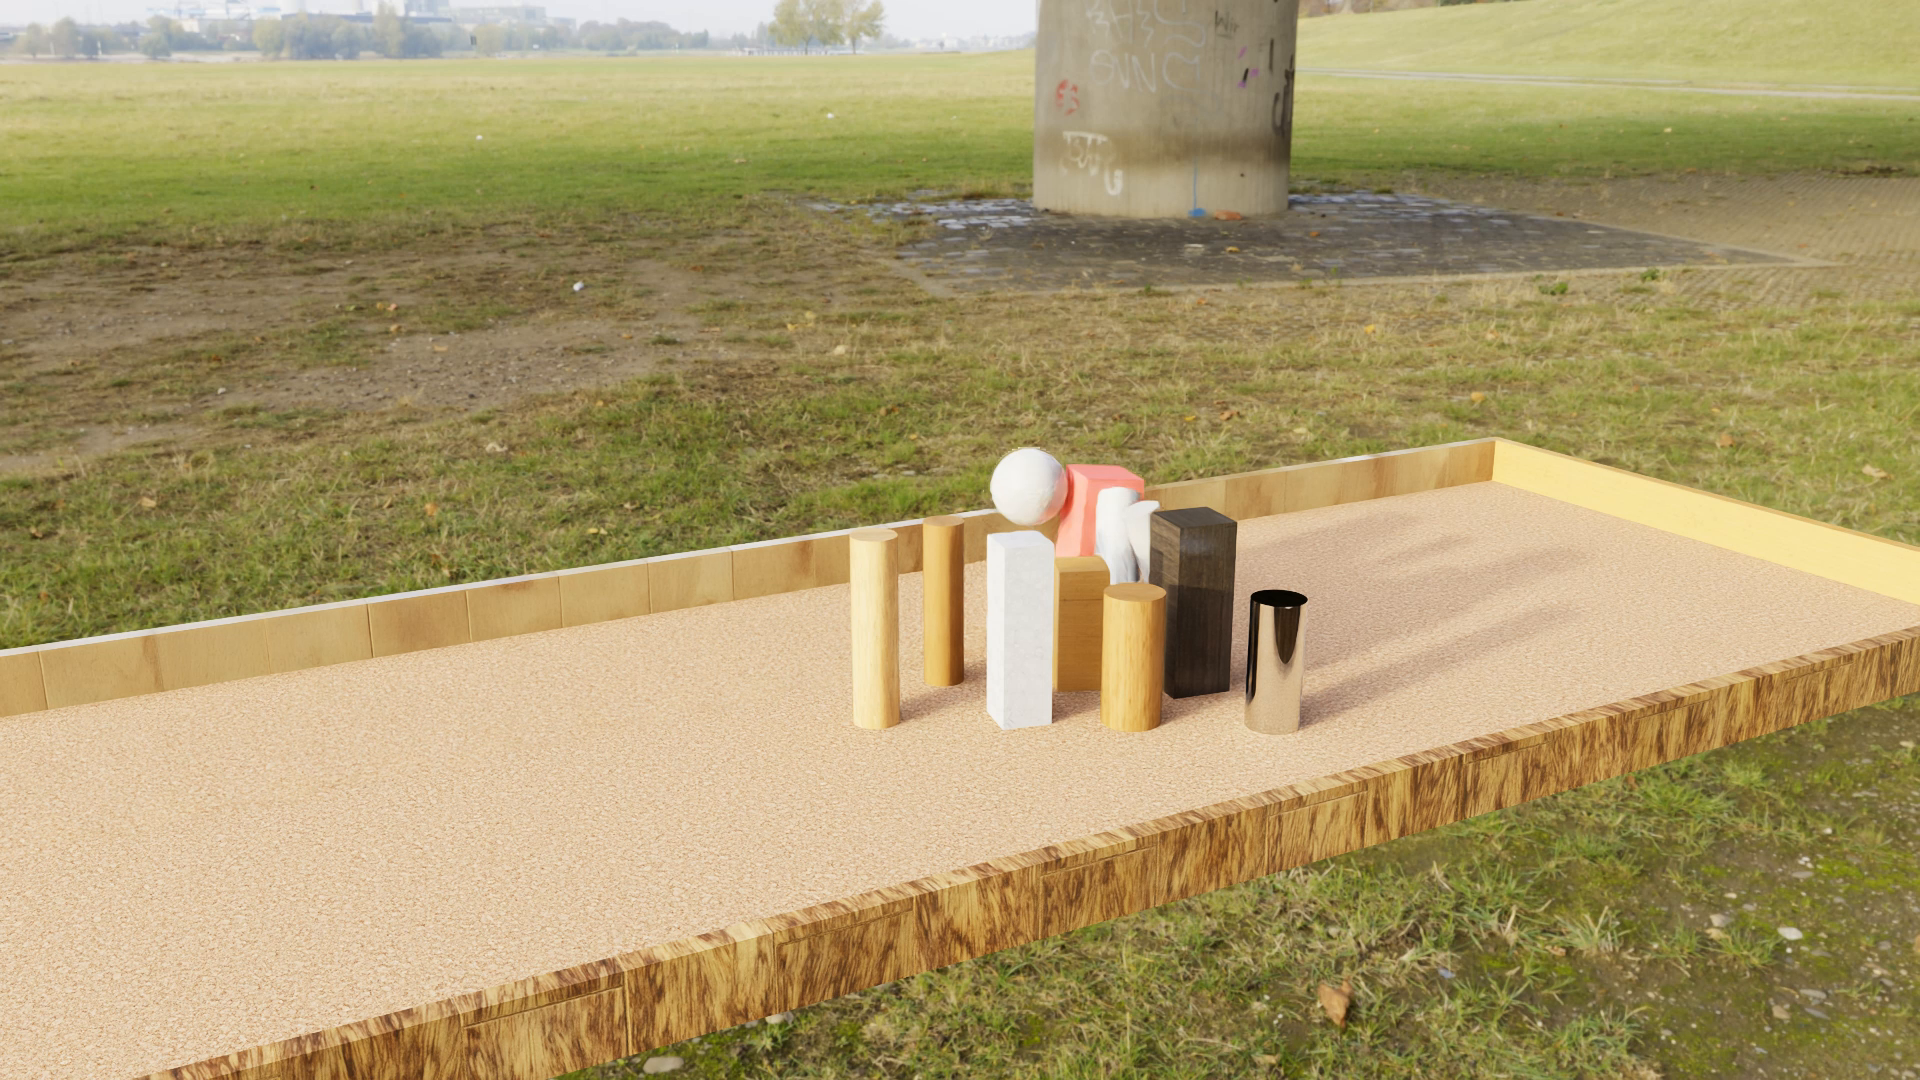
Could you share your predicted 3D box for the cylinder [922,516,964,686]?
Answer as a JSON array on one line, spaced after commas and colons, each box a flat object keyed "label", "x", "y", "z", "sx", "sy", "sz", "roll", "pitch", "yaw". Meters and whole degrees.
[{"label": "cylinder", "x": -0.041, "y": 0.152, "z": 4.101, "sx": 0.102, "sy": 0.415, "sz": 0.102, "roll": 0, "pitch": 16, "yaw": 0}]

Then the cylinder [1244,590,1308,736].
[{"label": "cylinder", "x": 0.734, "y": 0.284, "z": 3.835, "sx": 0.130, "sy": 0.313, "sz": 0.130, "roll": 0, "pitch": 16, "yaw": 0}]

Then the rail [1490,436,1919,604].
[{"label": "rail", "x": 2.466, "y": -0.048, "z": 5.253, "sx": 0.050, "sy": 0.150, "sz": 2.100, "roll": -9, "pitch": 18, "yaw": -27}]

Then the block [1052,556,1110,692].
[{"label": "block", "x": 0.297, "y": 0.207, "z": 4.100, "sx": 0.125, "sy": 0.310, "sz": 0.125, "roll": -2, "pitch": 16, "yaw": -6}]

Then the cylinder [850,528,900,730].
[{"label": "cylinder", "x": -0.198, "y": 0.207, "z": 3.839, "sx": 0.111, "sy": 0.457, "sz": 0.111, "roll": 0, "pitch": 16, "yaw": 0}]

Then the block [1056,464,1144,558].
[{"label": "block", "x": 0.387, "y": -0.004, "z": 4.658, "sx": 0.169, "sy": 0.385, "sz": 0.169, "roll": 1, "pitch": 15, "yaw": -18}]

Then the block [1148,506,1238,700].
[{"label": "block", "x": 0.568, "y": 0.153, "z": 4.064, "sx": 0.153, "sy": 0.435, "sz": 0.153, "roll": -6, "pitch": 17, "yaw": -19}]

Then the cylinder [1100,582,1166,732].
[{"label": "cylinder", "x": 0.404, "y": 0.273, "z": 3.860, "sx": 0.145, "sy": 0.319, "sz": 0.145, "roll": 0, "pitch": 16, "yaw": 0}]

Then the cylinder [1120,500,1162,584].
[{"label": "cylinder", "x": 0.535, "y": 0.087, "z": 4.362, "sx": 0.104, "sy": 0.381, "sz": 0.104, "roll": -19, "pitch": 19, "yaw": 7}]

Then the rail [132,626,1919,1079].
[{"label": "rail", "x": -2.336, "y": 1.006, "z": 1.665, "sx": 12.000, "sy": 0.150, "sz": 0.050, "roll": -9, "pitch": 18, "yaw": -27}]

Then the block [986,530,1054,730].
[{"label": "block", "x": 0.140, "y": 0.210, "z": 3.856, "sx": 0.120, "sy": 0.442, "sz": 0.120, "roll": -5, "pitch": 17, "yaw": -17}]

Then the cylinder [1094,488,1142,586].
[{"label": "cylinder", "x": 0.419, "y": 0.071, "z": 4.403, "sx": 0.122, "sy": 0.407, "sz": 0.122, "roll": 4, "pitch": -20, "yaw": 1}]

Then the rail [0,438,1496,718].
[{"label": "rail", "x": -3.305, "y": 0.497, "z": 3.399, "sx": 12.000, "sy": 0.150, "sz": 0.050, "roll": -9, "pitch": 18, "yaw": -27}]

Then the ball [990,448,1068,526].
[{"label": "ball", "x": 0.194, "y": -0.148, "z": 4.627, "sx": 0.217, "sy": 0.217, "sz": 0.217, "roll": 0, "pitch": 16, "yaw": 0}]
